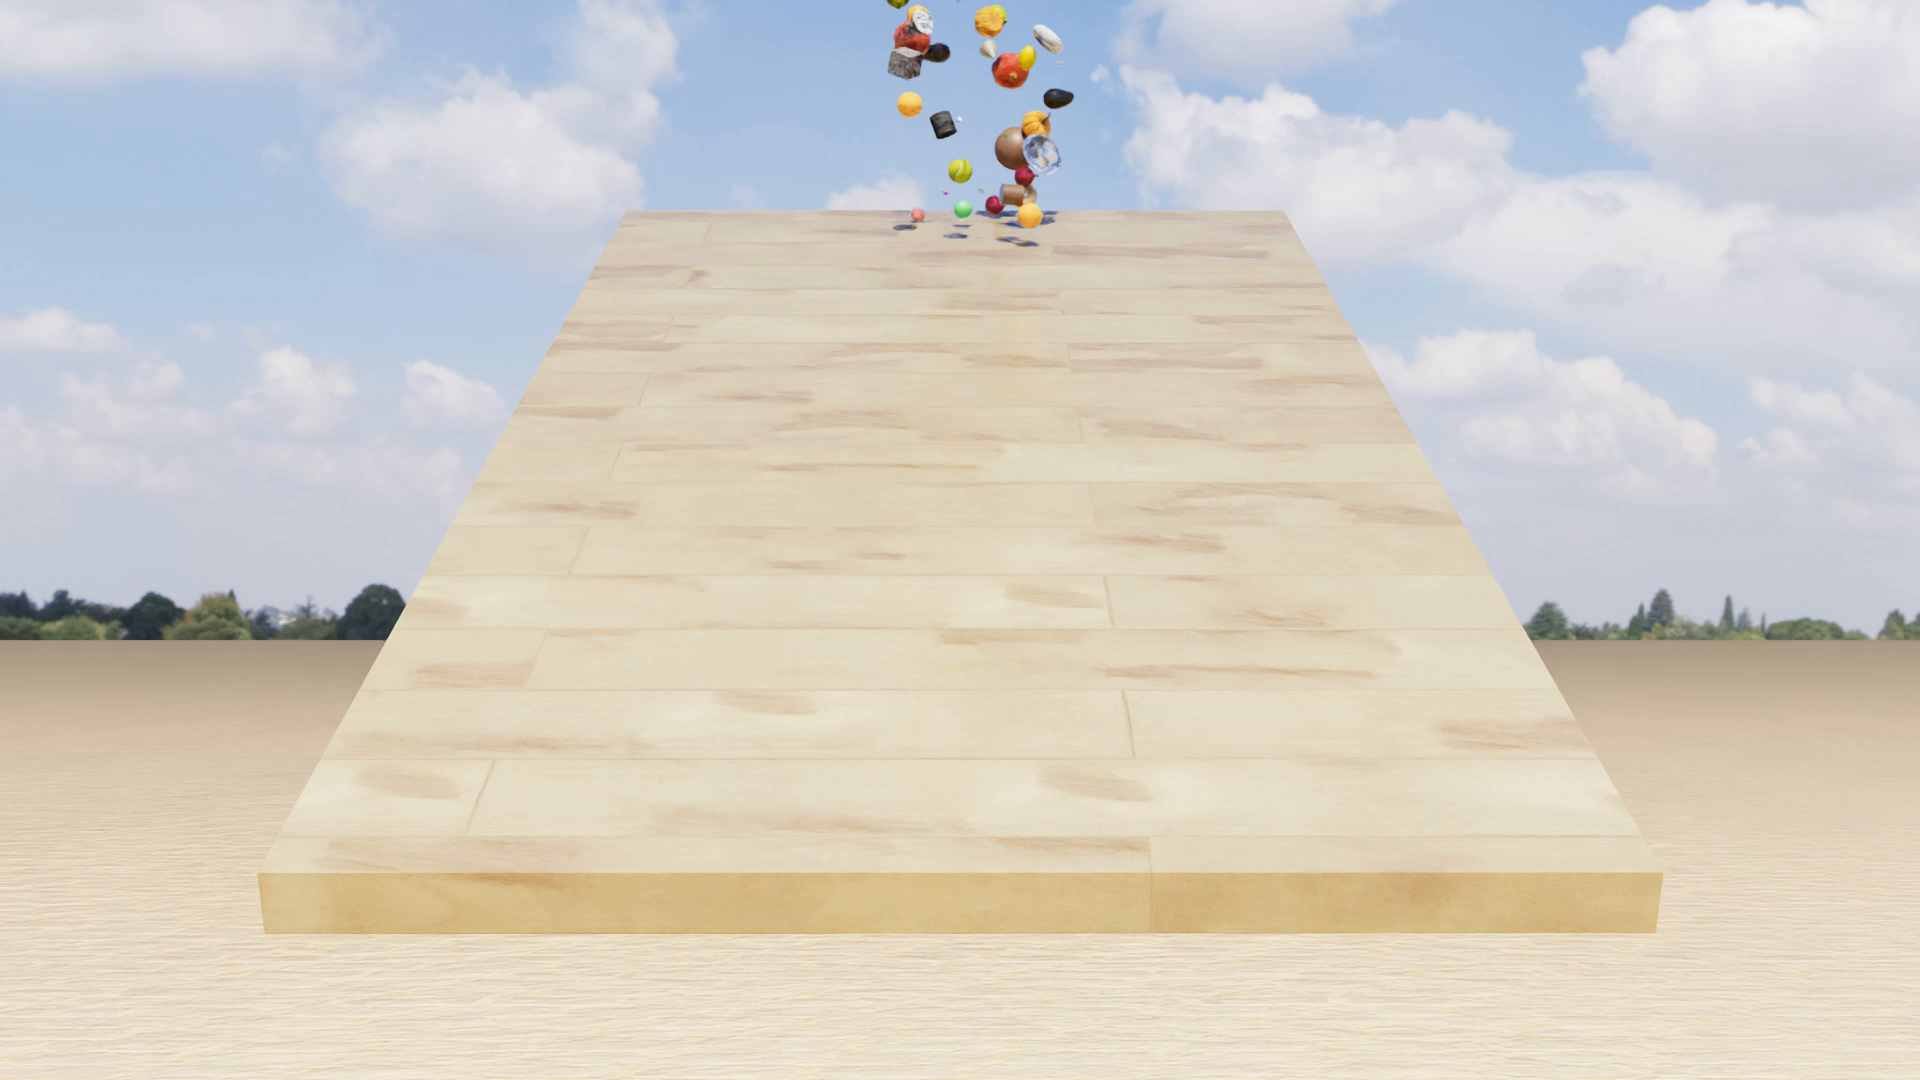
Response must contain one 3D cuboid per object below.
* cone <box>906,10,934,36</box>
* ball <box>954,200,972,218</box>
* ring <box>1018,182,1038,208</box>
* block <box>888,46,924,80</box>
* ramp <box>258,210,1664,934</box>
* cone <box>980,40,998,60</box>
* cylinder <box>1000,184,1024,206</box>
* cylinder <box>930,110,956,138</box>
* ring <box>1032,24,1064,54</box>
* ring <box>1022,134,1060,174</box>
[{"bbox_3d":[-0.131,-1.472,6.597,0.079,0.079,0.079,2,-22,-43],"label":"cone"},{"bbox_3d":[0.008,-0.975,6.746,0.054,0.054,0.054,0,-2,0],"label":"ball"},{"bbox_3d":[0.183,-1.016,6.749,0.089,0.089,0.030,0,-35,7],"label":"ring"},{"bbox_3d":[-0.161,-1.410,6.776,0.069,0.069,0.069,26,33,24],"label":"block"},{"bbox_3d":[-0.006,-0.219,5.135,2.000,0.100,4.000,0,22,0],"label":"ramp"},{"bbox_3d":[0.091,-1.398,6.590,0.056,0.056,0.056,-14,-41,-12],"label":"cone"},{"bbox_3d":[0.148,-0.987,6.550,0.060,0.060,0.060,3,-3,-12],"label":"cylinder"},{"bbox_3d":[-0.052,-1.265,6.981,0.065,0.065,0.065,-20,-4,-1],"label":"cylinder"},{"bbox_3d":[0.259,-1.476,6.756,0.110,0.037,0.110,42,-1,1],"label":"ring"},{"bbox_3d":[0.239,-1.132,6.707,0.131,0.131,0.044,2,-26,-41],"label":"ring"}]
